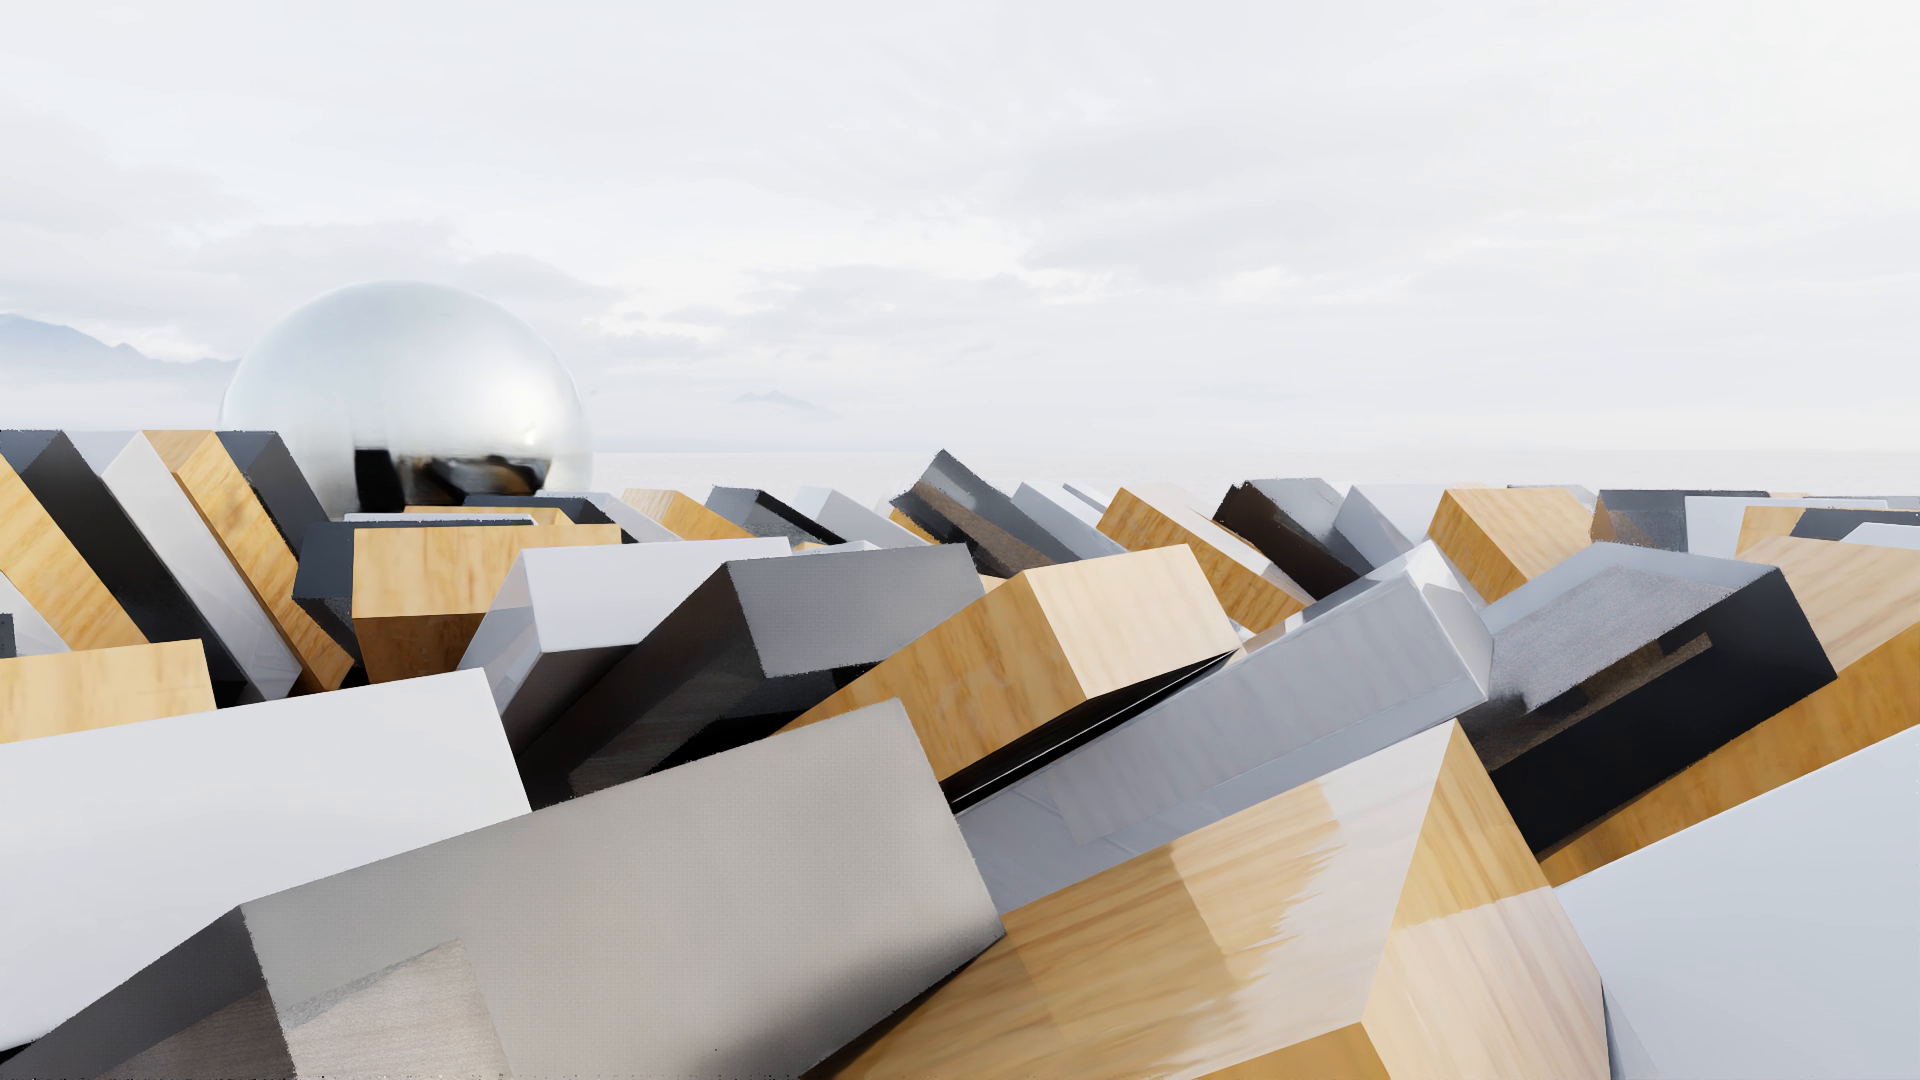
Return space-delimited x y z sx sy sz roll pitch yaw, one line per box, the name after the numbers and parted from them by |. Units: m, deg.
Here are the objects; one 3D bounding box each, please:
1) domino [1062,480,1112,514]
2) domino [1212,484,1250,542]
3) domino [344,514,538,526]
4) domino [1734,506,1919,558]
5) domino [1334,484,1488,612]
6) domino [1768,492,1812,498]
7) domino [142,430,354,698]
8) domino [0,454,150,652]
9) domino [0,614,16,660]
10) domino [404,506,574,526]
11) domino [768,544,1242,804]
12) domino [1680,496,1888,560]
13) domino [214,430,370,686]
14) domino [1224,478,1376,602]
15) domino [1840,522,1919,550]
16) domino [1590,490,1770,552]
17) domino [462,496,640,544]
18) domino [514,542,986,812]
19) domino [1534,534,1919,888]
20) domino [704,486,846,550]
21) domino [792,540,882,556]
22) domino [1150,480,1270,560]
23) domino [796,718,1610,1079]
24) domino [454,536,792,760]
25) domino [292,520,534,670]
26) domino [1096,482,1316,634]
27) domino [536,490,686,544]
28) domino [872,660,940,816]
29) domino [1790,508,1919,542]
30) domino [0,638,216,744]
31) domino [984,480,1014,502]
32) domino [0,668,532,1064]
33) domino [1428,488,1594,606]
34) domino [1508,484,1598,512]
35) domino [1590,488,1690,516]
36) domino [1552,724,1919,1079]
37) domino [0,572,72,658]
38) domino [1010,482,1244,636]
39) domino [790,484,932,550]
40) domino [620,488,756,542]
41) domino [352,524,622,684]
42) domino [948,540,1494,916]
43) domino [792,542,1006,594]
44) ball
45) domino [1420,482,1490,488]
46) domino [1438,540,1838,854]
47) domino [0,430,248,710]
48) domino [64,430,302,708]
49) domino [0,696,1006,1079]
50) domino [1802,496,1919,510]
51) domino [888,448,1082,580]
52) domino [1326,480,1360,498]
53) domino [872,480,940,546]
0.047 0.002 0.314 0.050 0.009 0.025 31 10 9 | domino
0.087 0.003 0.306 0.050 0.010 0.025 34 17 20 | domino
-0.067 0.012 0.188 0.025 0.010 0.050 0 -26 5 | domino
0.105 0.014 0.153 0.025 0.010 0.050 3 37 37 | domino
0.093 0.008 0.233 0.025 0.009 0.050 -2 37 -24 | domino
0.163 0.008 0.237 0.025 0.009 0.050 -1 34 -14 | domino
-0.119 0.005 0.202 0.025 0.050 0.010 1 44 9 | domino
-0.125 0.008 0.165 0.025 0.050 0.009 1 45 7 | domino
-0.078 0.020 0.083 0.025 0.010 0.050 -4 -23 -40 | domino
-0.066 0.010 0.208 0.025 0.009 0.050 1 -26 12 | domino
-0.004 0.017 0.108 0.050 0.010 0.025 -35 -16 32 | domino
0.112 0.012 0.172 0.025 0.009 0.050 2 37 26 | domino
-0.116 0.004 0.214 0.025 0.050 0.010 1 44 8 | domino
0.077 0.006 0.247 0.025 0.009 0.050 -3 39 -40 | domino
0.079 0.017 0.117 0.050 0.010 0.025 -33 13 -12 | domino
0.114 0.011 0.193 0.025 0.009 0.050 1 37 13 | domino
-0.064 0.008 0.230 0.025 0.010 0.050 2 -26 23 | domino
-0.022 0.017 0.118 0.025 0.010 0.050 -4 -25 -44 | domino
0.060 0.017 0.109 0.050 0.009 0.025 -31 7 -3 | domino
-0.031 0.005 0.282 0.050 0.010 0.025 32 -14 -30 | domino
-0.012 0.013 0.195 0.025 0.009 0.050 -9 -20 26 | domino
0.067 0.003 0.312 0.050 0.009 0.025 33 14 16 | domino
-0.006 0.023 0.042 0.050 0.009 0.025 -31 -8 24 | domino
-0.038 0.016 0.132 0.025 0.009 0.050 -3 -25 -35 | domino
-0.063 0.013 0.167 0.025 0.010 0.050 -1 -26 -4 | domino
0.053 0.007 0.251 0.050 0.009 0.025 35 15 15 | domino
-0.059 0.007 0.252 0.025 0.010 0.050 3 -25 42 | domino
-0.001 0.025 0.172 0.025 0.010 0.050 0 4 0 | domino
0.095 0.015 0.134 0.050 0.010 0.025 -41 27 -29 | domino
-0.061 0.021 0.070 0.025 0.010 0.050 -5 -23 -47 | domino
0.025 0.002 0.313 0.050 0.009 0.025 31 5 1 | domino
-0.044 0.022 0.059 0.050 0.009 0.025 -33 -16 34 | domino
0.103 0.009 0.215 0.025 0.009 0.050 -1 36 -14 | domino
0.141 0.005 0.273 0.025 0.009 0.050 -2 35 -30 | domino
0.153 0.007 0.256 0.025 0.010 0.050 -2 34 -22 | domino
0.016 0.023 0.040 0.050 0.009 0.025 -30 -2 13 | domino
-0.127 0.009 0.153 0.025 0.050 0.010 -1 44 8 | domino
0.034 0.006 0.257 0.050 0.010 0.025 34 12 14 | domino
-0.014 0.004 0.296 0.050 0.010 0.025 30 -7 -21 | domino
-0.046 0.006 0.269 0.050 0.010 0.025 34 -17 -33 | domino
-0.053 0.014 0.148 0.025 0.009 0.050 -2 -27 -19 | domino
0.016 0.018 0.102 0.050 0.009 0.025 -33 -9 22 | domino
-0.010 0.012 0.224 0.050 0.009 0.025 11 -21 -31 | domino
-0.126 -0.020 0.295 0.080 0.080 0.080 0 4 0 | ball
0.127 0.004 0.288 0.025 0.009 0.050 -3 35 -36 | domino
0.040 0.018 0.106 0.050 0.009 0.025 -31 4 1 | domino
-0.124 0.007 0.178 0.025 0.050 0.010 1 45 7 | domino
-0.122 0.006 0.190 0.025 0.050 0.010 0 45 8 | domino
-0.025 0.022 0.049 0.050 0.009 0.025 -31 -12 29 | domino
0.169 0.010 0.218 0.025 0.009 0.050 -1 34 -10 | domino
0.011 0.003 0.244 0.050 0.010 0.025 38 -10 -8 | domino
0.107 0.003 0.298 0.050 0.010 0.025 37 23 27 | domino
0.004 0.003 0.306 0.050 0.010 0.025 31 -3 -13 | domino
